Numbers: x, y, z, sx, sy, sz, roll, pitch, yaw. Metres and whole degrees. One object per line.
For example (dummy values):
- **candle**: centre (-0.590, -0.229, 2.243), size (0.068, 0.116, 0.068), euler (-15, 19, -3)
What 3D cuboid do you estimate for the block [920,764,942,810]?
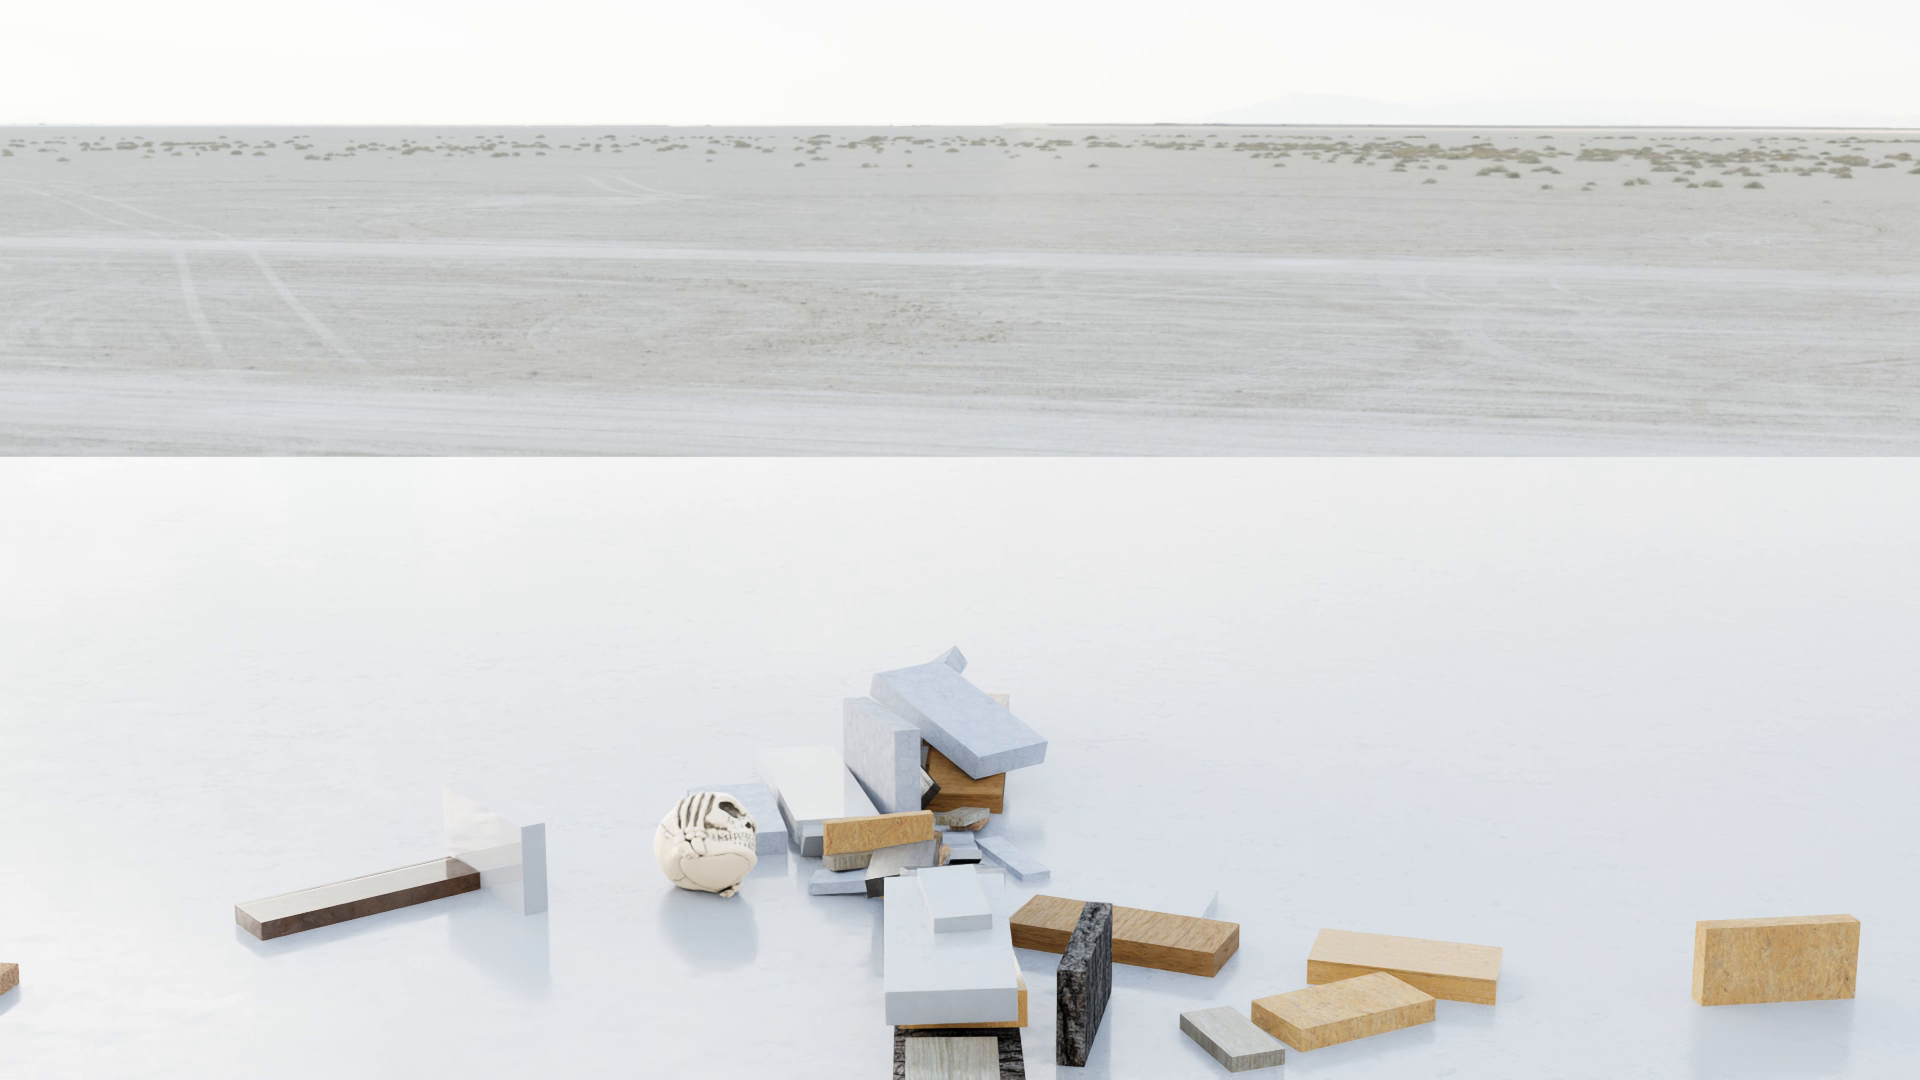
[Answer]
- **block**: centre (-0.097, 0.454, 4.193), size (0.019, 0.066, 0.333), euler (40, -2, -14)

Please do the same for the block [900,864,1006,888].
- **block**: centre (-0.014, 0.519, 3.344), size (0.143, 0.041, 0.286), euler (0, -7, -4)

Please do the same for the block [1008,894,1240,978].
- **block**: centre (0.252, 0.615, 3.428), size (0.339, 0.039, 0.137), euler (5, 11, 23)

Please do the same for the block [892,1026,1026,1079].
- **block**: centre (-0.002, 0.711, 2.886), size (0.171, 0.049, 0.343), euler (0, 11, -1)

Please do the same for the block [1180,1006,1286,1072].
- **block**: centre (0.377, 0.692, 3.055), size (0.081, 0.023, 0.161), euler (-4, 11, -20)

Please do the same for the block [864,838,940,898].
- **block**: centre (-0.093, 0.536, 3.597), size (0.108, 0.030, 0.215), euler (-10, 5, 3)

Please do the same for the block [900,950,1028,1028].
- **block**: centre (0.000, 0.633, 3.112), size (0.171, 0.049, 0.343), euler (0, -2, -2)

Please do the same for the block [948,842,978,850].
- **block**: centre (0.003, 0.539, 3.837), size (0.053, 0.015, 0.106), euler (0, -2, -2)

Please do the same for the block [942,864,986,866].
- **block**: centre (0.006, 0.555, 3.687), size (0.072, 0.020, 0.143), euler (-1, -7, -3)

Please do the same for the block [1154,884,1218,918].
- **block**: centre (0.362, 0.599, 3.559), size (0.081, 0.023, 0.161), euler (3, 11, 17)

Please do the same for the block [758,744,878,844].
- **block**: centre (-0.272, 0.472, 4.133), size (0.150, 0.043, 0.539), euler (-2, 9, -12)

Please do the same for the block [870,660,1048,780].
- **block**: centre (-0.005, 0.346, 4.276), size (0.171, 0.048, 0.342), euler (-9, 30, -38)

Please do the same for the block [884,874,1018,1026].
- **block**: centre (-0.017, 0.555, 3.012), size (0.171, 0.049, 0.343), euler (-2, 17, -2)

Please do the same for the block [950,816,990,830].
- **block**: centre (0.018, 0.511, 4.005), size (0.055, 0.016, 0.110), euler (-1, 2, 10)

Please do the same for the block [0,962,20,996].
- **block**: centre (-1.471, 0.664, 3.185), size (0.108, 0.030, 0.215), euler (1, 11, 7)

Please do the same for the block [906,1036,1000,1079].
- **block**: centre (-0.005, 0.741, 2.585), size (0.118, 0.034, 0.550), euler (0, 17, -1)

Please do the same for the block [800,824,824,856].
- **block**: centre (-0.201, 0.522, 3.846), size (0.149, 0.075, 0.021), euler (-2, 55, -11)

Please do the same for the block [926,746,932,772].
- **block**: centre (0.010, 0.430, 4.421), size (0.143, 0.041, 0.286), euler (0, 11, 2)

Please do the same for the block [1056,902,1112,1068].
- **block**: centre (0.177, 0.624, 3.110), size (0.039, 0.137, 0.274), euler (2, 11, 11)

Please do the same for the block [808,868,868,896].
- **block**: centre (-0.177, 0.569, 3.683), size (0.143, 0.020, 0.072), euler (-5, 10, 9)

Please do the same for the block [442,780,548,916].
- **block**: centre (-0.780, 0.512, 3.680), size (0.043, 0.150, 0.301), euler (-8, 13, -37)

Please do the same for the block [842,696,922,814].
- **block**: centre (-0.149, 0.408, 4.116), size (0.048, 0.171, 0.342), euler (-3, 7, -19)

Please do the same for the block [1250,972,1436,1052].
- **block**: centre (0.547, 0.672, 3.138), size (0.237, 0.034, 0.118), euler (-6, 12, -27)

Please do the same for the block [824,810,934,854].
- **block**: centre (-0.140, 0.514, 3.795), size (0.192, 0.075, 0.021), euler (-3, 11, -18)

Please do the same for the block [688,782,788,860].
- **block**: centre (-0.407, 0.508, 3.996), size (0.150, 0.043, 0.301), euler (-2, 11, -12)

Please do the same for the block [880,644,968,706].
- **block**: centre (-0.100, 0.342, 4.624), size (0.171, 0.048, 0.492), euler (-34, 4, 13)

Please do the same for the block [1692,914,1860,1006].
- **block**: centre (1.193, 0.614, 3.216), size (0.237, 0.118, 0.034), euler (-1, 11, -7)

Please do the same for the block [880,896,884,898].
- **block**: centre (-0.102, 0.579, 3.692), size (0.047, 0.013, 0.098), euler (2, 11, 8)

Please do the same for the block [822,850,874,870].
- **block**: centre (-0.152, 0.542, 3.744), size (0.149, 0.021, 0.075), euler (-4, -3, -18)

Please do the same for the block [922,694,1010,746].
- **block**: centre (0.016, 0.369, 4.527), size (0.143, 0.041, 0.286), euler (1, 10, 8)

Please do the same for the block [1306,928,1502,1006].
- **block**: centre (0.669, 0.639, 3.301), size (0.274, 0.039, 0.137), euler (3, 11, 17)

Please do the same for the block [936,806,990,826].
- **block**: centre (0.005, 0.497, 3.957), size (0.055, 0.016, 0.110), euler (0, 3, 26)

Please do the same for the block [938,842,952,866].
- **block**: centre (-0.047, 0.554, 3.729), size (0.015, 0.053, 0.106), euler (42, 15, 1)

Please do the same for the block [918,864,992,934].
- **block**: centre (-0.008, 0.500, 3.071), size (0.081, 0.023, 0.161), euler (-4, 17, -8)

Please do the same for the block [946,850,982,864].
- **block**: centre (0.007, 0.544, 3.752), size (0.053, 0.015, 0.106), euler (0, -16, -4)

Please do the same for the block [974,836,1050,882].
- **block**: centre (0.089, 0.554, 3.823), size (0.051, 0.015, 0.204), euler (-5, 11, -23)

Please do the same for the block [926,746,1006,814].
- **block**: centre (0.016, 0.435, 4.227), size (0.143, 0.041, 0.286), euler (1, 23, 4)

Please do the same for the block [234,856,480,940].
- **block**: centre (-0.985, 0.585, 3.610), size (0.378, 0.030, 0.108), euler (-9, 14, -39)

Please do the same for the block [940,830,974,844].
- **block**: centre (-0.005, 0.527, 3.901), size (0.055, 0.016, 0.110), euler (0, -2, -2)

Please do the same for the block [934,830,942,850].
- **block**: centre (-0.076, 0.528, 3.870), size (0.094, 0.047, 0.013), euler (8, -6, 35)
